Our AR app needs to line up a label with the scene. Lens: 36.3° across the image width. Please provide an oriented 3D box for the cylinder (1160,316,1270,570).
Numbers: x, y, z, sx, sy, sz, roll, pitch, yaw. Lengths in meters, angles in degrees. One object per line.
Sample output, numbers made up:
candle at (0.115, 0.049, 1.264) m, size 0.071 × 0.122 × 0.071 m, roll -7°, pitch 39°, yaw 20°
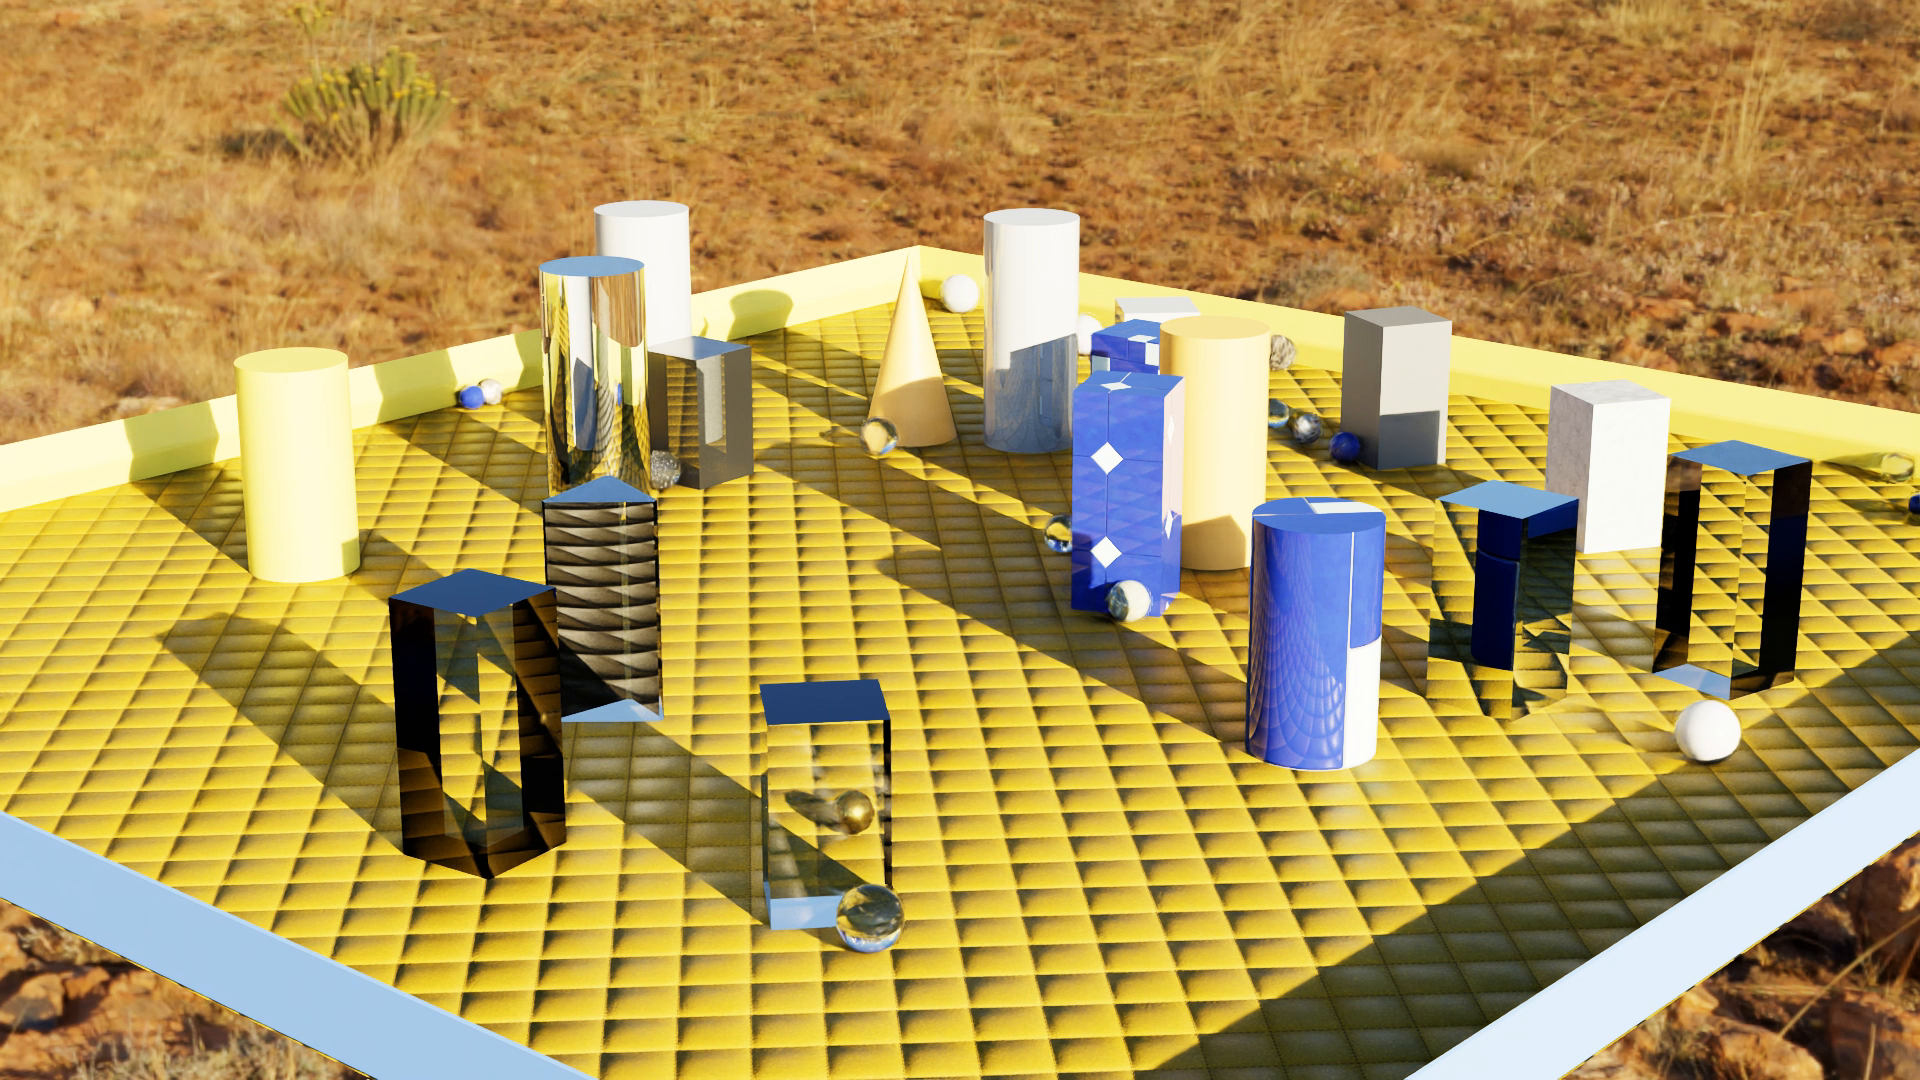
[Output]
cylinder at (0.456, -0.177, 5.304) m, size 0.197 × 0.424 × 0.197 m, roll 0°, pitch 17°, yaw 0°

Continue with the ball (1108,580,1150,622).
ball at (0.287, 0.104, 4.982) m, size 0.072 × 0.072 × 0.072 m, roll 0°, pitch 17°, yaw 0°

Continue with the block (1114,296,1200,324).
block at (0.413, -0.363, 6.184) m, size 0.157 × 0.271 × 0.157 m, roll -1°, pitch 17°, yaw -4°

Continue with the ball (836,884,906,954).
ball at (-0.113, 0.479, 3.710) m, size 0.088 × 0.088 × 0.088 m, roll 0°, pitch 17°, yaw 0°

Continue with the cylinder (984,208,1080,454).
cylinder at (0.147, -0.434, 6.069) m, size 0.197 × 0.474 × 0.197 m, roll 0°, pitch 17°, yaw 0°

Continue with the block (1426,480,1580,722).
block at (0.846, 0.093, 4.576) m, size 0.157 × 0.327 × 0.157 m, roll 15°, pitch 23°, yaw 41°

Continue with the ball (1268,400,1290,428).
ball at (0.671, -0.267, 6.236) m, size 0.059 × 0.059 × 0.059 m, roll 0°, pitch 17°, yaw 0°

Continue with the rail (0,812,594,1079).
rail at (-1.183, 0.425, 3.816) m, size 3.449 × 0.128 × 0.045 m, roll 14°, pitch 22°, yaw 39°

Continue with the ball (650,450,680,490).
ball at (-0.588, -0.138, 5.776) m, size 0.076 × 0.076 × 0.076 m, roll 0°, pitch 17°, yaw 0°

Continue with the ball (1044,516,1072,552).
ball at (0.188, -0.011, 5.368) m, size 0.069 × 0.069 × 0.069 m, roll 0°, pitch 17°, yaw 0°

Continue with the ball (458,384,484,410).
ball at (-1.064, -0.311, 6.387) m, size 0.055 × 0.055 × 0.055 m, roll 0°, pitch 17°, yaw 0°

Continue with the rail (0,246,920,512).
rail at (-1.284, -0.290, 6.188) m, size 0.045 × 0.128 × 3.655 m, roll 14°, pitch 22°, yaw 39°

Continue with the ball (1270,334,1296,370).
ball at (0.729, -0.430, 6.733) m, size 0.083 × 0.083 × 0.083 m, roll 0°, pitch 17°, yaw 0°

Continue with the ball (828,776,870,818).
ball at (-0.158, 0.363, 4.142) m, size 0.060 × 0.060 × 0.060 m, roll 0°, pitch 17°, yaw 0°

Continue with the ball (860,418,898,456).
ball at (-0.166, -0.212, 6.021) m, size 0.078 × 0.078 × 0.078 m, roll 0°, pitch 17°, yaw 0°

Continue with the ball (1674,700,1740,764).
ball at (1.108, 0.284, 4.346) m, size 0.095 × 0.095 × 0.095 m, roll 0°, pitch 17°, yaw 0°

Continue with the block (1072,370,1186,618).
block at (0.290, -0.081, 5.050) m, size 0.157 × 0.387 × 0.157 m, roll 5°, pitch 17°, yaw 16°

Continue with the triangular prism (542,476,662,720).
triangular prism at (-0.546, 0.089, 4.546) m, size 0.170 × 0.352 × 0.148 m, roll 0°, pitch 17°, yaw -1°

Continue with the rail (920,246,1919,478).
rail at (1.183, -0.361, 6.424) m, size 3.449 × 0.128 × 0.045 m, roll 14°, pitch 22°, yaw 39°

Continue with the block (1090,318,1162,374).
block at (0.366, -0.263, 5.790) m, size 0.157 × 0.308 × 0.157 m, roll 12°, pitch 20°, yaw 34°

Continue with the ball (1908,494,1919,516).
ball at (1.834, -0.069, 5.606) m, size 0.042 × 0.042 × 0.042 m, roll 0°, pitch 17°, yaw 0°

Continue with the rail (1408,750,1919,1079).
rail at (1.284, 0.354, 4.052) m, size 0.045 × 0.128 × 3.655 m, roll 14°, pitch 22°, yaw 39°

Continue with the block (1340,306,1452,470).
block at (0.886, -0.311, 5.972) m, size 0.157 × 0.295 × 0.157 m, roll -7°, pitch 18°, yaw -21°

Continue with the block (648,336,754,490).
block at (-0.525, -0.255, 5.844) m, size 0.157 × 0.262 × 0.157 m, roll 13°, pitch 21°, yaw 37°

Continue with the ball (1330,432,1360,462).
ball at (0.783, -0.188, 5.968) m, size 0.062 × 0.062 × 0.062 m, roll 0°, pitch 17°, yaw 0°

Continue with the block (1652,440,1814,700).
block at (1.227, 0.046, 4.664) m, size 0.157 × 0.367 × 0.157 m, roll -12°, pitch 20°, yaw -34°

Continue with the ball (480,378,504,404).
ball at (-1.028, -0.325, 6.429) m, size 0.058 × 0.058 × 0.058 m, roll 0°, pitch 17°, yaw 0°

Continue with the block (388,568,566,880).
block at (-0.654, 0.248, 3.987) m, size 0.157 × 0.371 × 0.157 m, roll 11°, pitch 20°, yaw 32°

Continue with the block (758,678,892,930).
block at (-0.176, 0.343, 3.826) m, size 0.157 × 0.281 × 0.157 m, roll -2°, pitch 17°, yaw -7°

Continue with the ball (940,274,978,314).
ball at (-0.003, -0.616, 7.325) m, size 0.098 × 0.098 × 0.098 m, roll 0°, pitch 17°, yaw 0°

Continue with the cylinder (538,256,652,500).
cylinder at (-0.685, -0.277, 5.528) m, size 0.197 × 0.486 × 0.197 m, roll 0°, pitch 17°, yaw 0°

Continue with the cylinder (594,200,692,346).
cylinder at (-0.663, -0.462, 6.165) m, size 0.197 × 0.473 × 0.197 m, roll 0°, pitch 17°, yaw 0°

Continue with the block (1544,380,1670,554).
block at (1.193, -0.138, 5.421) m, size 0.157 × 0.281 × 0.157 m, roll -5°, pitch 18°, yaw -17°

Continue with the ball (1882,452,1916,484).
ball at (1.862, -0.144, 5.816) m, size 0.065 × 0.065 × 0.065 m, roll 0°, pitch 17°, yaw 0°

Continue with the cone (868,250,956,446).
cone at (-0.105, -0.413, 6.130) m, size 0.197 × 0.399 × 0.197 m, roll 0°, pitch 17°, yaw 0°

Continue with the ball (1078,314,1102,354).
ball at (0.289, -0.482, 6.887) m, size 0.095 × 0.095 × 0.095 m, roll 0°, pitch 17°, yaw 0°

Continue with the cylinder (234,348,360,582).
cylinder at (-1.183, -0.135, 5.239) m, size 0.197 × 0.382 × 0.197 m, roll 0°, pitch 17°, yaw 0°

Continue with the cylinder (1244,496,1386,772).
cylinder at (0.528, 0.138, 4.362) m, size 0.197 × 0.364 × 0.197 m, roll 0°, pitch 17°, yaw 0°

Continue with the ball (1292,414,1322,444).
ball at (0.723, -0.231, 6.115) m, size 0.059 × 0.059 × 0.059 m, roll 0°, pitch 17°, yaw 0°
